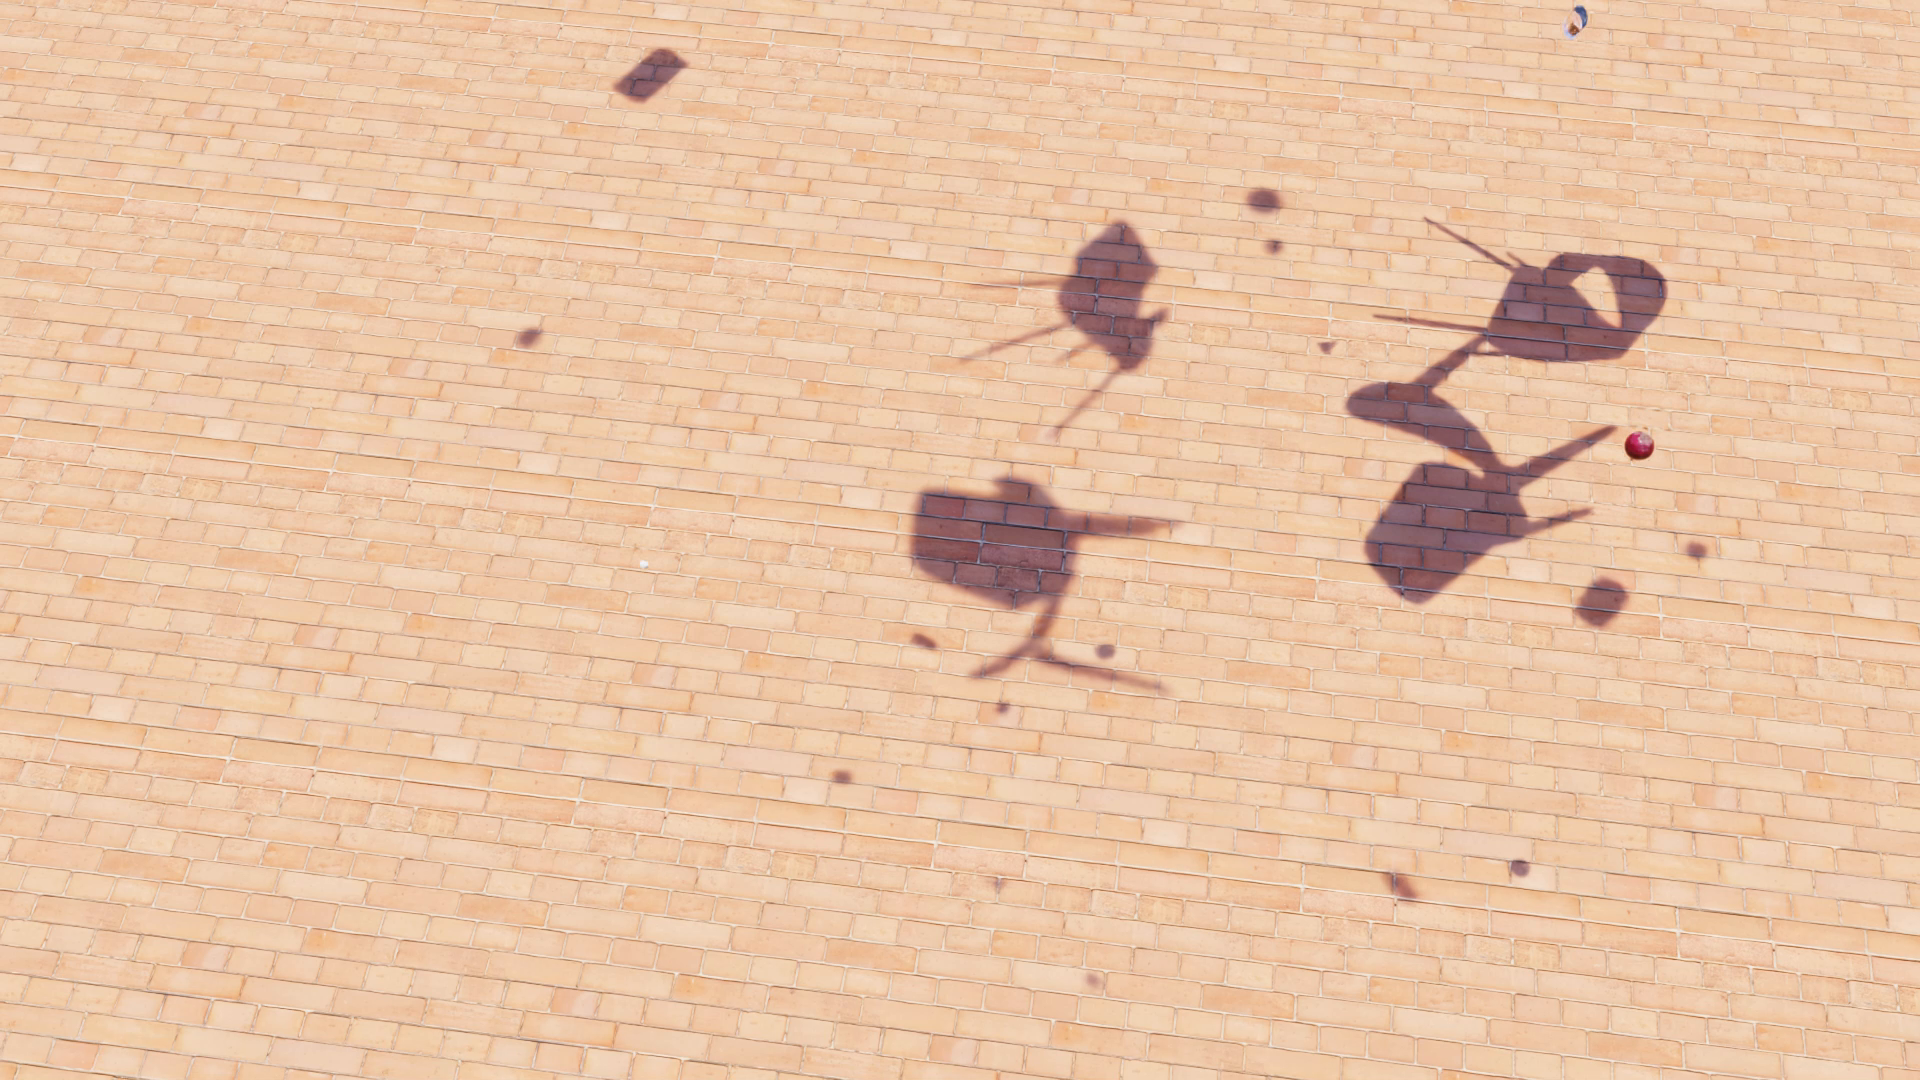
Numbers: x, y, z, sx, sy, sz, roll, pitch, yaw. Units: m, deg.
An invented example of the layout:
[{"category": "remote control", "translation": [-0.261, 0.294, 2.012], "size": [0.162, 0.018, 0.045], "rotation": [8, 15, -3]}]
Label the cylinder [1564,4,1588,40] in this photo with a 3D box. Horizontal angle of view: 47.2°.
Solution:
[{"category": "cylinder", "translation": [1.417, -1.193, 5.066], "size": [0.034, 0.073, 0.058], "rotation": [-2, 84, -2]}]
